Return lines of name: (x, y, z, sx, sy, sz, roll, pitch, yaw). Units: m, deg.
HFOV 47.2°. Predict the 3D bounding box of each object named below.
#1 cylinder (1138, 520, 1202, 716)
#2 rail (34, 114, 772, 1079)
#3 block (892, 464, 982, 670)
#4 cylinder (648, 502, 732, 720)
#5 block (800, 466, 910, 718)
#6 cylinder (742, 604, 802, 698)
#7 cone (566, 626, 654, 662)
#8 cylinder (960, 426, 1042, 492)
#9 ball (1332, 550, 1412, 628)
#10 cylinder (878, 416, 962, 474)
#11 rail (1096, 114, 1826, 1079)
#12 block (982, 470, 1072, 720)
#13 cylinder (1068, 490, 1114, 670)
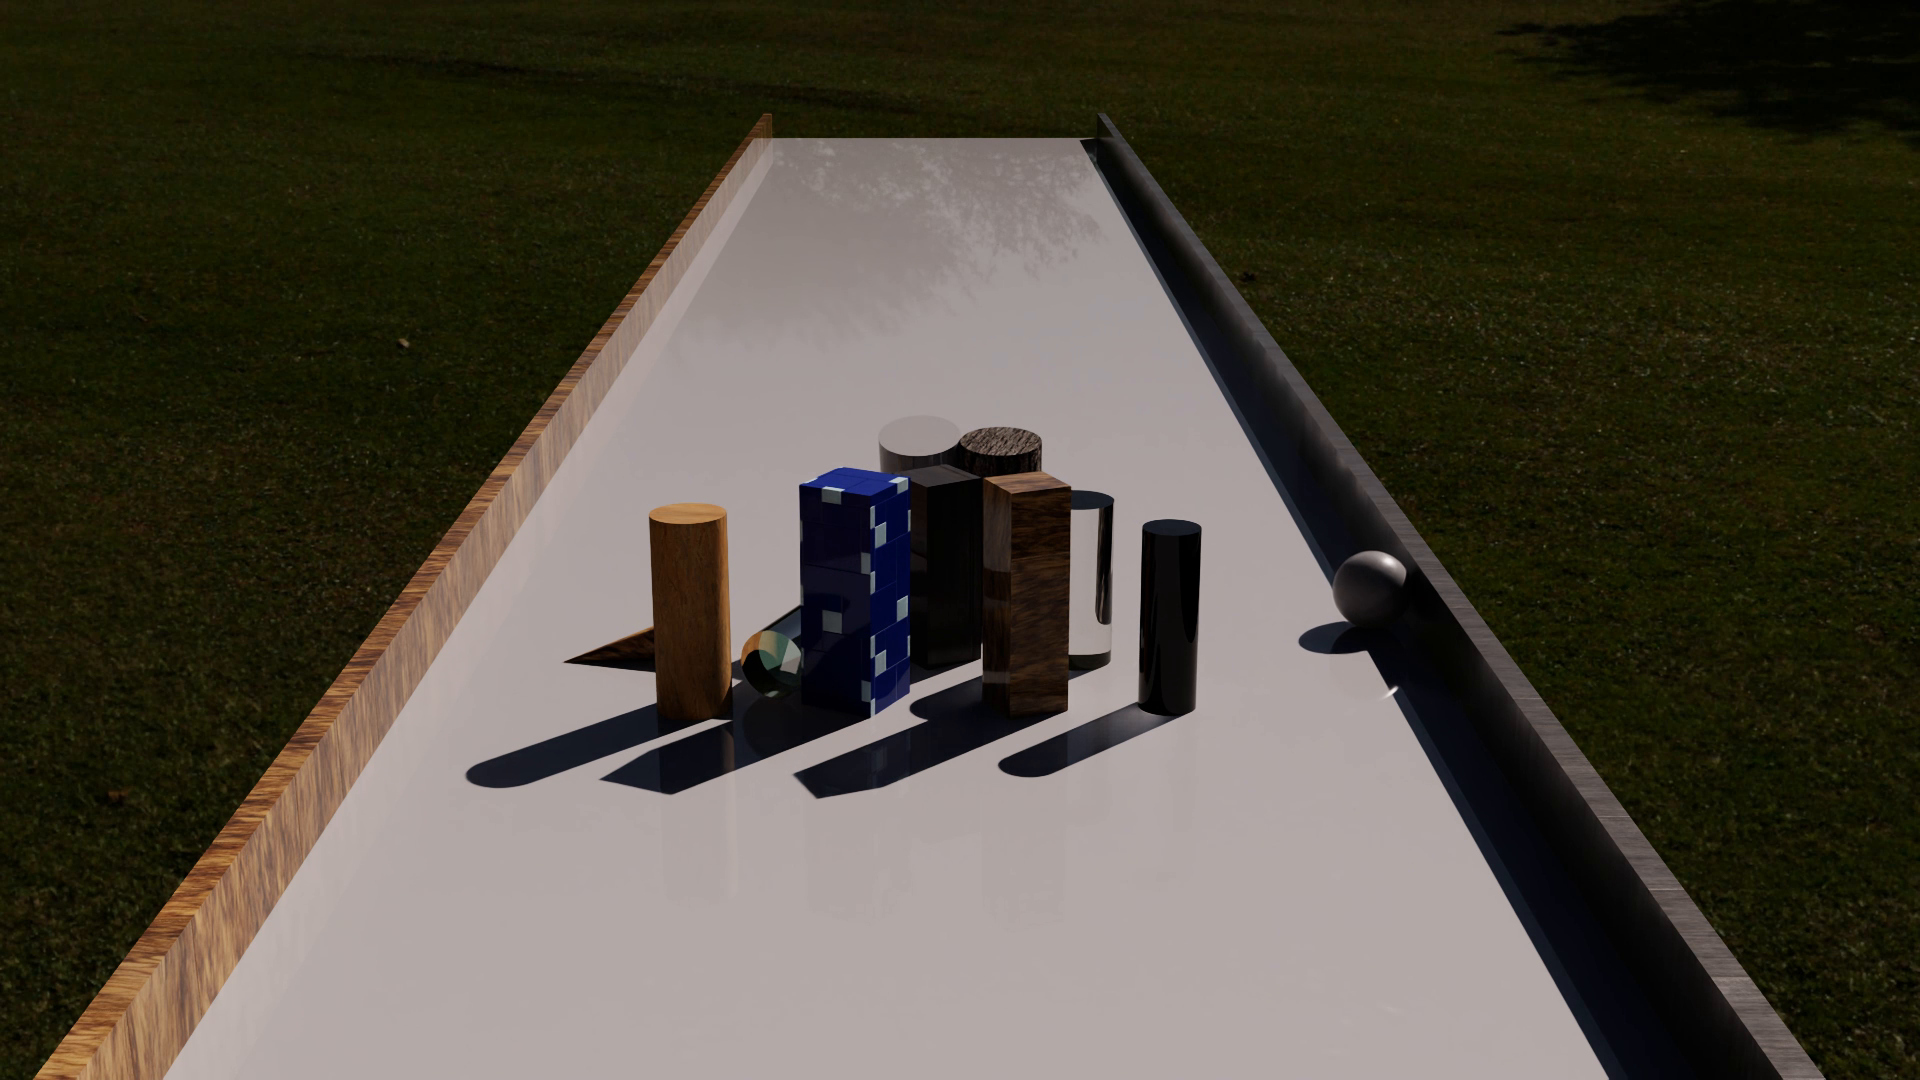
cylinder: (0.392, 0.145, 4.121, 0.110, 0.352, 0.110, 0, 17, 0)
rail: (-1.118, -0.838, 7.780, 0.050, 0.150, 12.000, 0, 17, -1)
block: (-0.046, 0.053, 4.388, 0.128, 0.377, 0.128, -11, 20, -32)
cylinder: (-0.502, 0.133, 4.110, 0.142, 0.381, 0.142, 0, 17, 0)
block: (-0.196, 0.096, 4.144, 0.151, 0.431, 0.151, 9, 19, 26)
cylinder: (-0.274, 0.178, 4.390, 0.136, 0.136, 0.446, 7, 18, 21)
cone: (-0.639, 0.212, 4.416, 0.327, 0.114, 0.114, -12, 18, -5)
cylinder: (0.085, -0.027, 4.611, 0.169, 0.386, 0.169, 0, 23, 0)
ball: (0.860, 0.103, 4.591, 0.164, 0.164, 0.164, 0, 17, 0)
cylinder: (-0.078, -0.052, 4.661, 0.172, 0.390, 0.172, -2, 32, 1)
rail: (0.932, -0.844, 7.801, 0.050, 0.150, 12.000, 0, 17, -1)
block: (0.123, 0.103, 4.112, 0.121, 0.438, 0.121, -7, 18, -23)
cylinder: (0.231, 0.080, 4.378, 0.146, 0.331, 0.146, 0, 17, 0)
